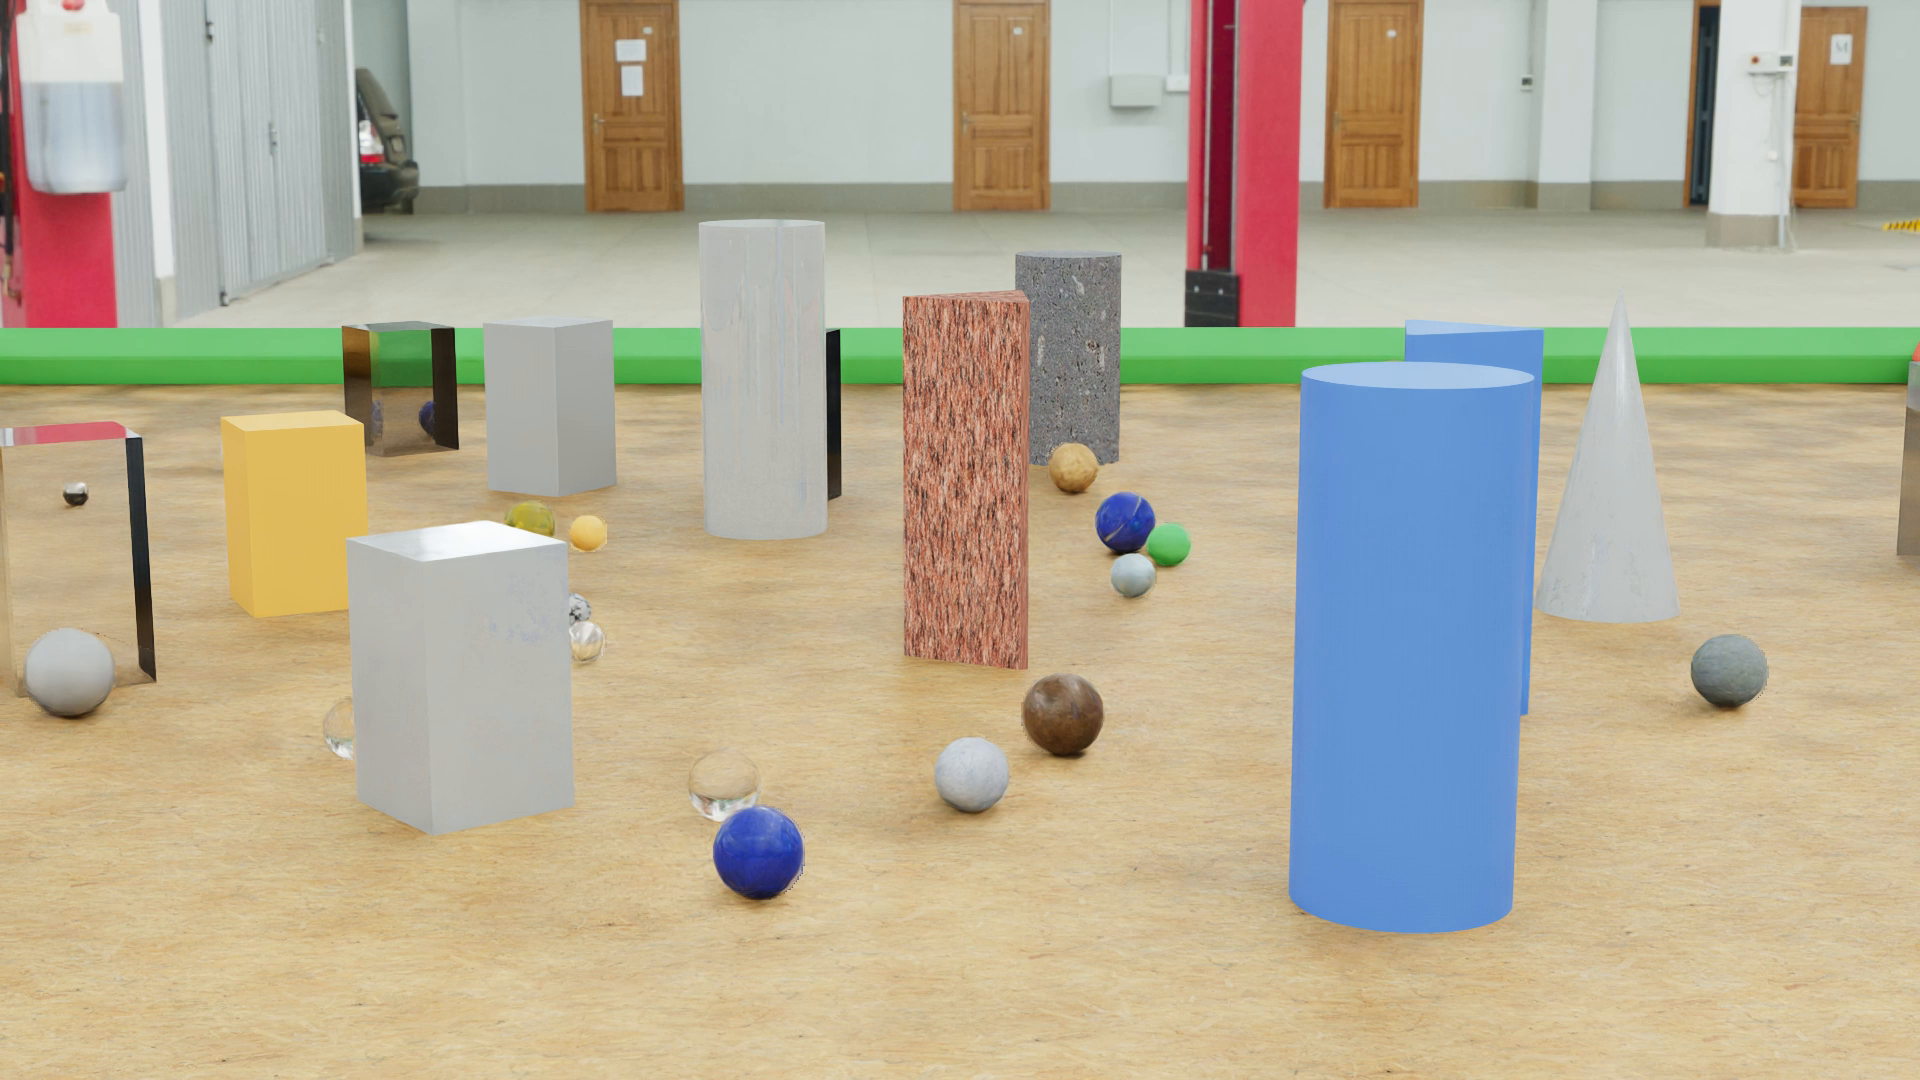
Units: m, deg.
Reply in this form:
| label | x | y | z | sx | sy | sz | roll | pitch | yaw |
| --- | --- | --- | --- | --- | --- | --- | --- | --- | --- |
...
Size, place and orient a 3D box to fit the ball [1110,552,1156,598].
| label | x | y | z | sx | sy | sz | roll | pitch | yaw |
| --- | --- | --- | --- | --- | --- | --- | --- | --- | --- |
| ball | 0.239 | 0.048 | 3.550 | 0.062 | 0.062 | 0.062 | 0 | 11 | 0 |

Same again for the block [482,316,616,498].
| label | x | y | z | sx | sy | sz | roll | pitch | yaw |
| --- | --- | --- | --- | --- | --- | --- | --- | --- | --- |
| block | -0.711 | -0.235 | 4.454 | 0.157 | 0.290 | 0.157 | 6 | 12 | 30 |

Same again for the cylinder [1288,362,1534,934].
| label | x | y | z | sx | sy | sz | roll | pitch | yaw |
| --- | --- | --- | --- | --- | --- | --- | --- | --- | --- |
| cylinder | 0.390 | 0.088 | 2.233 | 0.196 | 0.465 | 0.196 | 0 | 11 | 0 |

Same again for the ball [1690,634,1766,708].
| label | x | y | z | sx | sy | sz | roll | pitch | yaw |
| --- | --- | --- | --- | --- | --- | --- | --- | --- | --- |
| ball | 0.881 | 0.150 | 2.942 | 0.083 | 0.083 | 0.083 | 0 | 11 | 0 |

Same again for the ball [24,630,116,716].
| label | x | y | z | sx | sy | sz | roll | pitch | yaw |
| --- | --- | --- | --- | --- | --- | --- | --- | --- | --- |
| ball | -1.007 | 0.150 | 2.902 | 0.098 | 0.098 | 0.098 | 0 | 11 | 0 |

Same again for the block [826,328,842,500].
| label | x | y | z | sx | sy | sz | roll | pitch | yaw |
| --- | --- | --- | --- | --- | --- | --- | --- | --- | --- |
| block | -0.302 | -0.208 | 4.319 | 0.157 | 0.286 | 0.157 | 4 | 11 | 19 |

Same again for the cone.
| label | x | y | z | sx | sy | sz | roll | pitch | yaw |
| --- | --- | --- | --- | --- | --- | --- | --- | --- | --- |
| cone | 0.878 | -0.125 | 3.446 | 0.196 | 0.441 | 0.196 | 0 | 11 | 0 |

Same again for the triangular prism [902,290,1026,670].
| label | x | y | z | sx | sy | sz | roll | pitch | yaw |
| --- | --- | --- | --- | --- | --- | --- | --- | --- | --- |
| triangular prism | 0.039 | -0.081 | 3.192 | 0.170 | 0.448 | 0.147 | 6 | 12 | 28 |

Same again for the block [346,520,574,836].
| label | x | y | z | sx | sy | sz | roll | pitch | yaw |
| --- | --- | --- | --- | --- | --- | --- | --- | --- | --- |
| block | -0.494 | 0.132 | 2.538 | 0.157 | 0.267 | 0.157 | -9 | 14 | -39 |

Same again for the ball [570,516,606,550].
| label | x | y | z | sx | sy | sz | roll | pitch | yaw |
| --- | --- | --- | --- | --- | --- | --- | --- | --- | --- |
| ball | -0.565 | -0.011 | 3.890 | 0.054 | 0.054 | 0.054 | 0 | 11 | 0 |

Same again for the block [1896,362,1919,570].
| label | x | y | z | sx | sy | sz | roll | pitch | yaw |
| --- | --- | --- | --- | --- | --- | --- | --- | --- | --- |
| block | 1.480 | -0.105 | 3.747 | 0.157 | 0.293 | 0.157 | 1 | 11 | 4 |

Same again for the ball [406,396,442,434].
| label | x | y | z | sx | sy | sz | roll | pitch | yaw |
| --- | --- | --- | --- | --- | --- | --- | --- | --- | --- |
| ball | -1.072 | -0.251 | 5.132 | 0.074 | 0.074 | 0.074 | 0 | 11 | 0 |

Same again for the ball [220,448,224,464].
| label | x | y | z | sx | sy | sz | roll | pitch | yaw |
| --- | --- | --- | --- | --- | --- | --- | --- | --- | --- |
| ball | -1.297 | -0.156 | 4.628 | 0.071 | 0.071 | 0.071 | 0 | 11 | 0 |

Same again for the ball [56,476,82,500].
| label | x | y | z | sx | sy | sz | roll | pitch | yaw |
| --- | --- | --- | --- | --- | --- | --- | --- | --- | --- |
| ball | -1.507 | -0.087 | 4.339 | 0.042 | 0.042 | 0.042 | 0 | 11 | 0 |

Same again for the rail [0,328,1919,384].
| label | x | y | z | sx | sy | sz | roll | pitch | yaw |
| --- | --- | --- | --- | --- | --- | --- | --- | --- | --- |
| rail | -0.014 | -0.422 | 5.903 | 4.497 | 0.128 | 0.045 | 0 | 11 | 0 |

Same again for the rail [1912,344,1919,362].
| label | x | y | z | sx | sy | sz | roll | pitch | yaw |
| --- | --- | --- | --- | --- | --- | --- | --- | --- | --- |
| rail | 2.225 | 0.030 | 3.461 | 0.045 | 0.128 | 5.040 | 0 | 11 | 0 |

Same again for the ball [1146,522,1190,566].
| label | x | y | z | sx | sy | sz | roll | pitch | yaw |
| --- | --- | --- | --- | --- | --- | --- | --- | --- | --- |
| ball | 0.307 | 0.007 | 3.770 | 0.064 | 0.064 | 0.064 | 0 | 11 | 0 |

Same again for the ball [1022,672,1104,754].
| label | x | y | z | sx | sy | sz | roll | pitch | yaw |
| --- | --- | --- | --- | --- | --- | --- | --- | --- | --- |
| ball | 0.111 | 0.186 | 2.741 | 0.087 | 0.087 | 0.087 | 0 | 11 | 0 |

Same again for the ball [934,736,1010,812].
| label | x | y | z | sx | sy | sz | roll | pitch | yaw |
| --- | --- | --- | --- | --- | --- | --- | --- | --- | --- |
| ball | 0.011 | 0.231 | 2.532 | 0.074 | 0.074 | 0.074 | 0 | 11 | 0 |

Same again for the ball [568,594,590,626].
| label | x | y | z | sx | sy | sz | roll | pitch | yaw |
| --- | --- | --- | --- | --- | --- | --- | --- | --- | --- |
| ball | -0.506 | 0.093 | 3.356 | 0.046 | 0.046 | 0.046 | 0 | 11 | 0 |

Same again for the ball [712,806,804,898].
| label | x | y | z | sx | sy | sz | roll | pitch | yaw |
| --- | --- | --- | --- | --- | --- | --- | --- | --- | --- |
| ball | -0.179 | 0.276 | 2.270 | 0.081 | 0.081 | 0.081 | 0 | 11 | 0 |

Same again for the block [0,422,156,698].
| label | x | y | z | sx | sy | sz | roll | pitch | yaw |
| --- | --- | --- | --- | --- | --- | --- | --- | --- | --- |
| block | -1.066 | 0.019 | 3.066 | 0.157 | 0.296 | 0.157 | -6 | 12 | -29 |

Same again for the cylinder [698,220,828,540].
| label | x | y | z | sx | sy | sz | roll | pitch | yaw |
| --- | --- | --- | --- | --- | --- | --- | --- | --- | --- |
| cylinder | -0.308 | -0.255 | 4.033 | 0.196 | 0.483 | 0.196 | 0 | 11 | 0 |

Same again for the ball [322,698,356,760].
| label | x | y | z | sx | sy | sz | roll | pitch | yaw |
| --- | --- | --- | --- | --- | --- | --- | --- | --- | --- |
| ball | -0.644 | 0.200 | 2.724 | 0.065 | 0.065 | 0.065 | 0 | 11 | 0 |

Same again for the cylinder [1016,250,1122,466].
| label | x | y | z | sx | sy | sz | roll | pitch | yaw |
| --- | --- | --- | --- | --- | --- | --- | --- | --- | --- |
| cylinder | 0.200 | -0.340 | 4.767 | 0.196 | 0.382 | 0.196 | 0 | 11 | 0 |

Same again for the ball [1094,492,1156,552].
| label | x | y | z | sx | sy | sz | roll | pitch | yaw |
| --- | --- | --- | --- | --- | --- | --- | --- | --- | --- |
| ball | 0.250 | -0.027 | 3.873 | 0.092 | 0.092 | 0.092 | 0 | 11 | 0 |

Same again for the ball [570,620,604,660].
| label | x | y | z | sx | sy | sz | roll | pitch | yaw |
| --- | --- | --- | --- | --- | --- | --- | --- | --- | --- |
| ball | -0.465 | 0.124 | 3.174 | 0.050 | 0.050 | 0.050 | 0 | 11 | 0 |

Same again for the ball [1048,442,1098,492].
| label | x | y | z | sx | sy | sz | roll | pitch | yaw |
| --- | --- | --- | --- | --- | --- | --- | --- | --- | --- |
| ball | 0.195 | -0.125 | 4.417 | 0.086 | 0.086 | 0.086 | 0 | 11 | 0 |

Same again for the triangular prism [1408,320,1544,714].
| label | x | y | z | sx | sy | sz | roll | pitch | yaw |
| --- | --- | --- | --- | --- | --- | --- | --- | --- | --- |
| triangular prism | 0.542 | -0.025 | 2.916 | 0.170 | 0.438 | 0.147 | -4 | 11 | -20 |

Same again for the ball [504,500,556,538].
| label | x | y | z | sx | sy | sz | roll | pitch | yaw |
| --- | --- | --- | --- | --- | --- | --- | --- | --- | --- |
| ball | -0.650 | -0.020 | 3.874 | 0.078 | 0.078 | 0.078 | 0 | 11 | 0 |

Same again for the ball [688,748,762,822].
| label | x | y | z | sx | sy | sz | roll | pitch | yaw |
| --- | --- | --- | --- | --- | --- | --- | --- | --- | --- |
| ball | -0.230 | 0.239 | 2.497 | 0.072 | 0.072 | 0.072 | 0 | 11 | 0 |

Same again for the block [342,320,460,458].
| label | x | y | z | sx | sy | sz | roll | pitch | yaw |
| --- | --- | --- | --- | --- | --- | --- | --- | --- | --- |
| block | -1.069 | -0.290 | 4.901 | 0.157 | 0.236 | 0.157 | -8 | 13 | -38 |

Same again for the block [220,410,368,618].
| label | x | y | z | sx | sy | sz | roll | pitch | yaw |
| --- | --- | --- | --- | --- | --- | --- | --- | --- | --- |
| block | -0.907 | -0.039 | 3.502 | 0.157 | 0.251 | 0.157 | -5 | 12 | -27 |
